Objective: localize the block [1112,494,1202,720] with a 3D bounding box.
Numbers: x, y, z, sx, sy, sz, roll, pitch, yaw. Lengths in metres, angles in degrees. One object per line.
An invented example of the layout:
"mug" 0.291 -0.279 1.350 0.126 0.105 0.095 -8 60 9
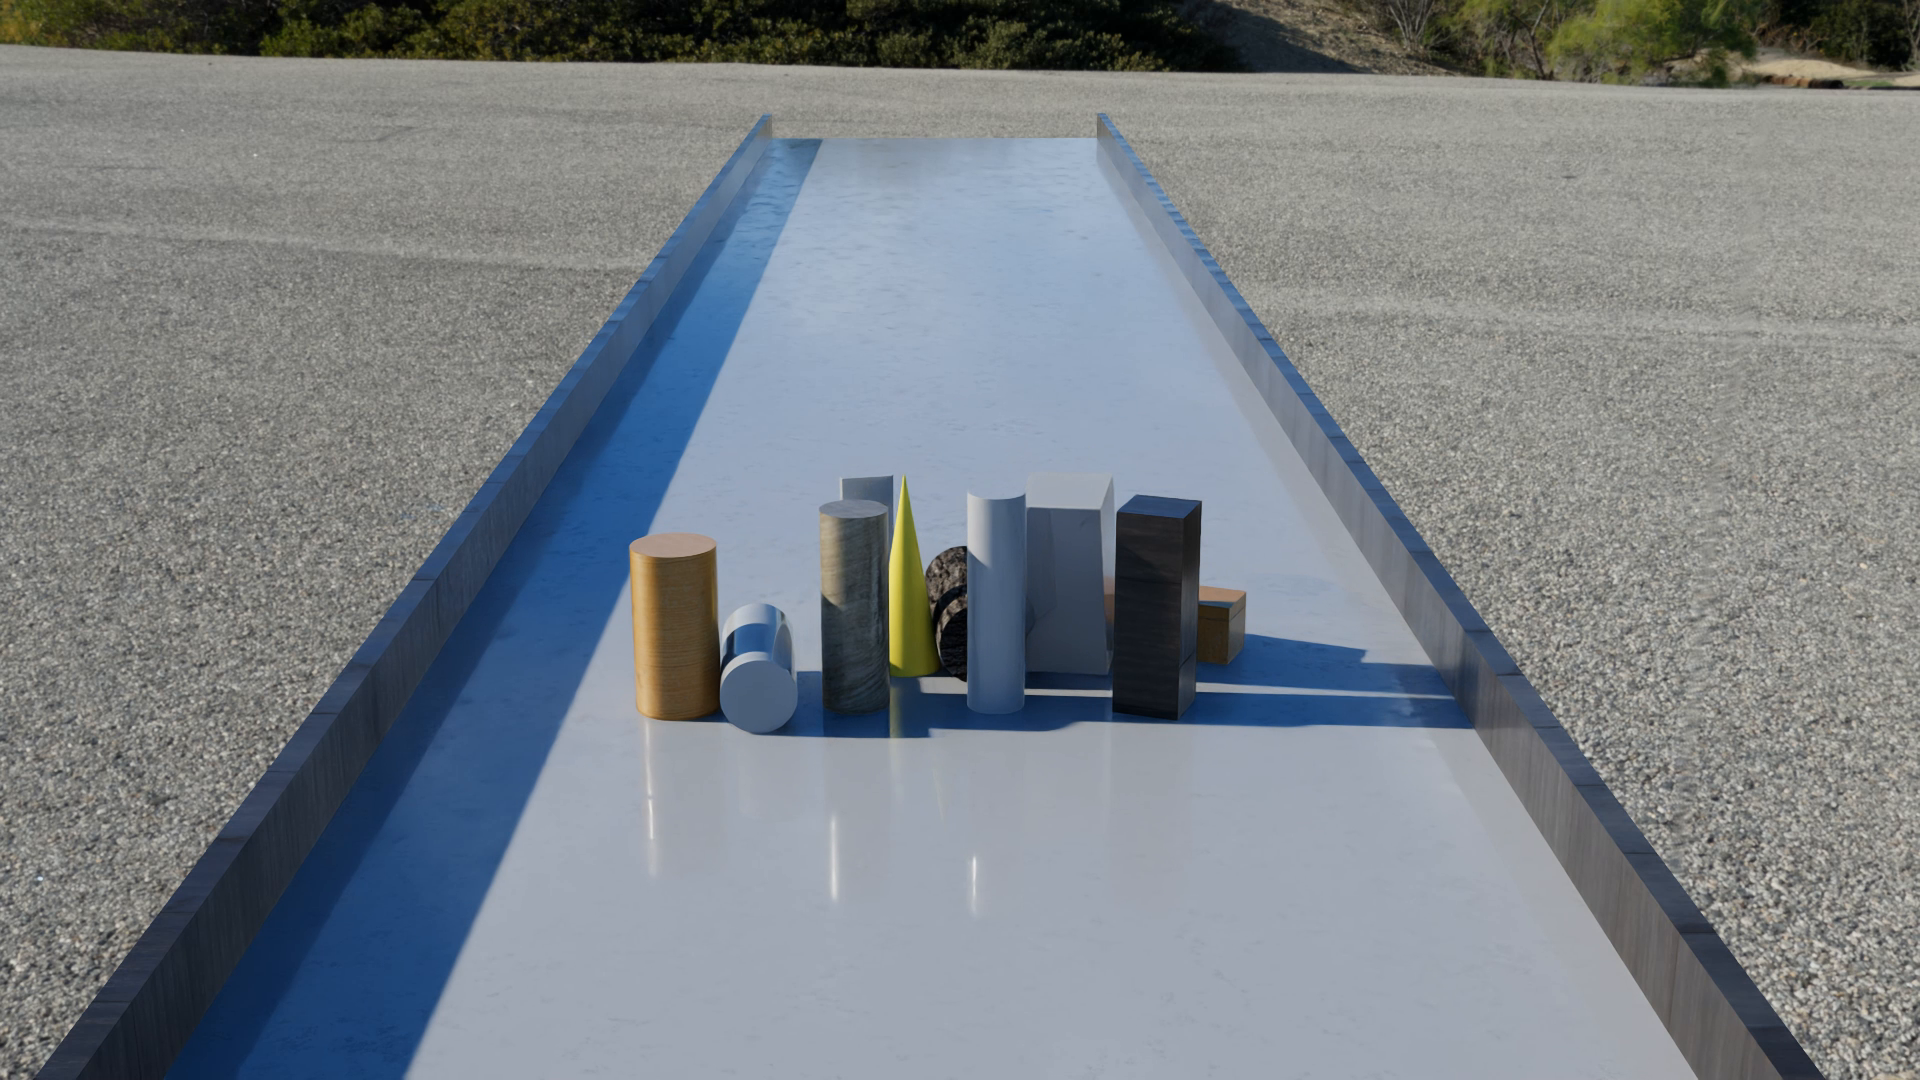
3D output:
"block" 0.369 0.125 4.118 0.127 0.392 0.127 6 18 20

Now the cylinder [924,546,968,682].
"cylinder" 0.025 0.147 4.440 0.167 0.167 0.390 -2 17 -5

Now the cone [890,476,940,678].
"cone" -0.107 0.058 4.327 0.136 0.401 0.136 0 17 0

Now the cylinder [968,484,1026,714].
"cylinder" 0.068 0.111 4.119 0.109 0.419 0.109 0 17 0

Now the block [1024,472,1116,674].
"block" 0.215 0.065 4.327 0.162 0.361 0.162 2 27 13

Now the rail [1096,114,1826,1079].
"rail" 0.932 -0.844 7.801 0.050 0.150 12.000 0 17 -1

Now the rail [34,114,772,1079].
"rail" -1.118 -0.838 7.780 0.050 0.150 12.000 0 17 -1

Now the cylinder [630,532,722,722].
"cylinder" -0.532 0.162 4.124 0.161 0.319 0.161 0 17 0

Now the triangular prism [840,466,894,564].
"triangular prism" -0.205 0.001 4.685 0.111 0.306 0.097 -4 17 -12

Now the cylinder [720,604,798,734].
"cylinder" -0.382 0.239 4.173 0.142 0.142 0.334 -1 17 -5

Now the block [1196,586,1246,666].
"block" 0.377 0.155 4.498 0.392 0.119 0.119 7 18 22

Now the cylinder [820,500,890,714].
"cylinder" -0.197 0.126 4.130 0.129 0.384 0.129 0 17 0
